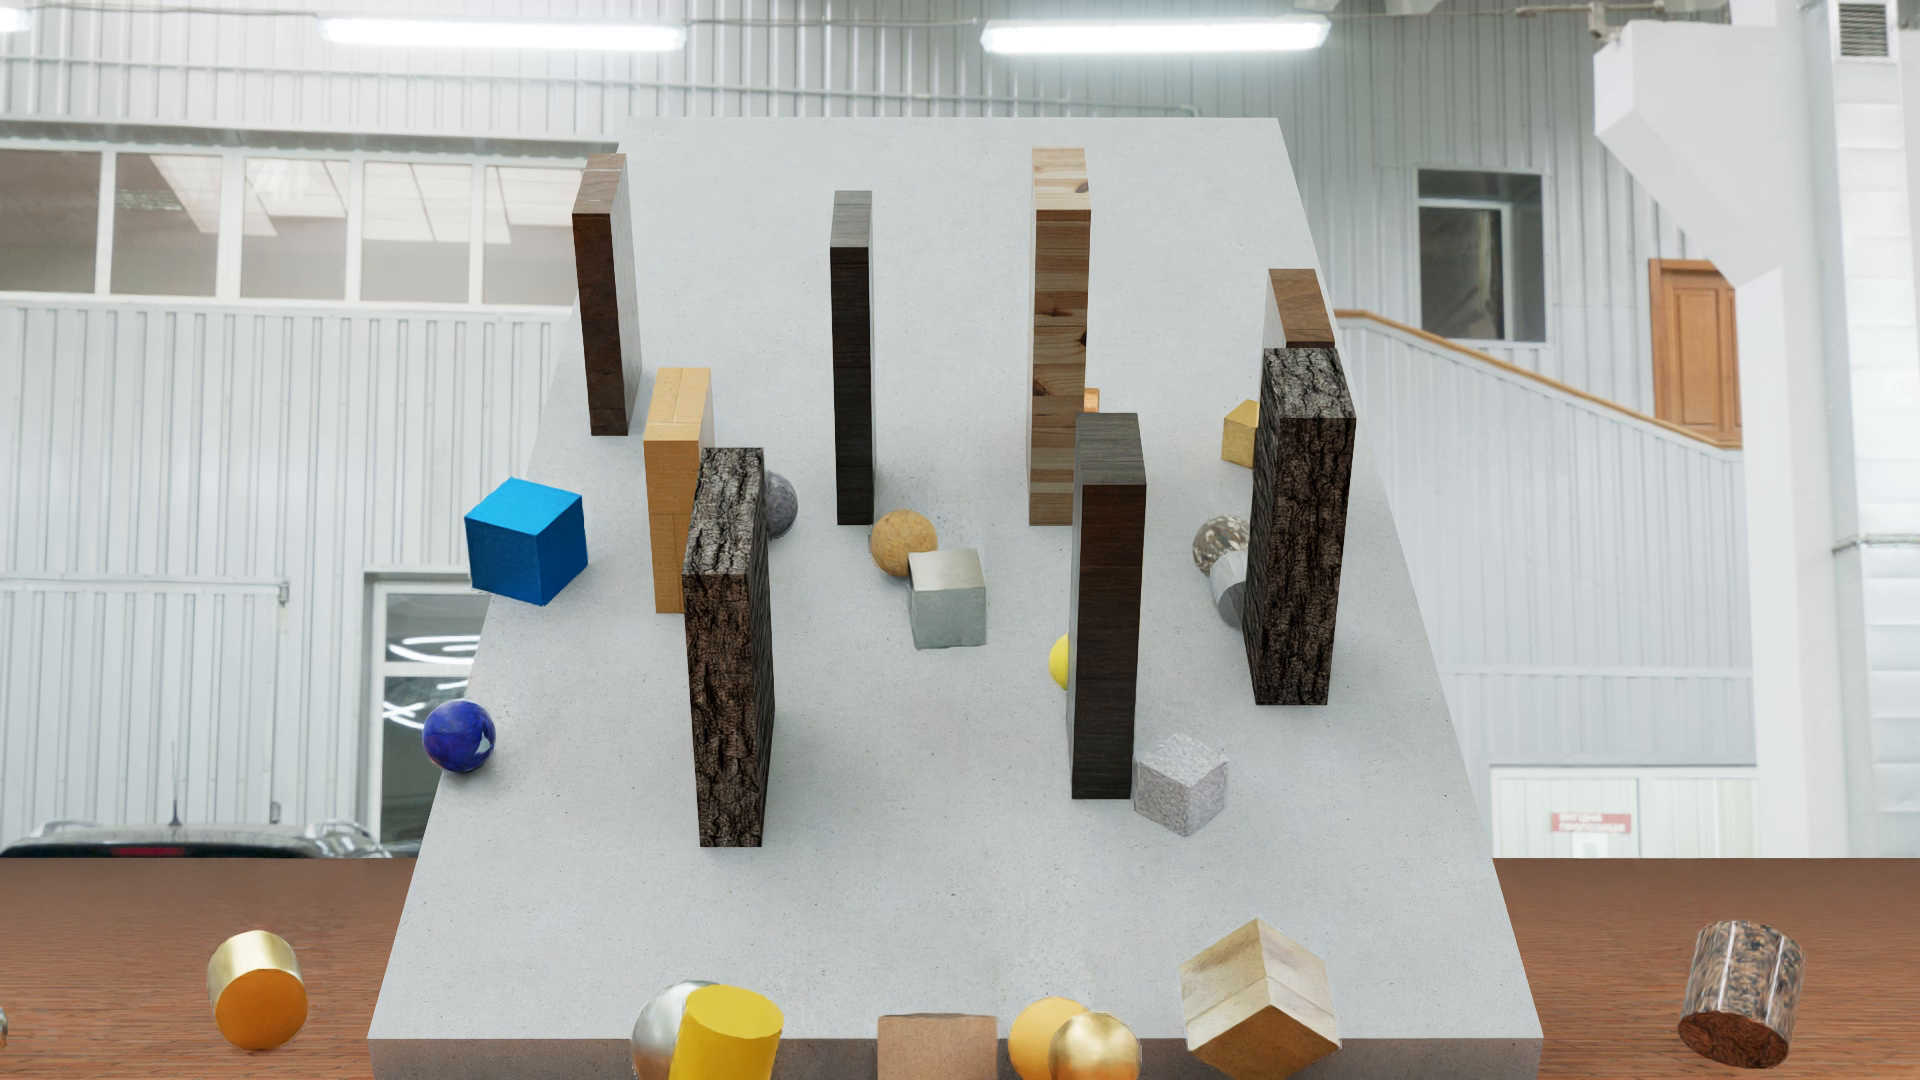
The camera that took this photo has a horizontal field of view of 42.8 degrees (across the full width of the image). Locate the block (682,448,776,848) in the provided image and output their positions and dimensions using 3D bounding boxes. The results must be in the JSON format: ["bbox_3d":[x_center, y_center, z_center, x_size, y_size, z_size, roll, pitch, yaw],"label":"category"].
[{"bbox_3d":[-0.429,0.200,4.610,0.115,0.611,0.436,0,32,0],"label":"block"}]

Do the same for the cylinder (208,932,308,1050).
[{"bbox_3d":[-1.404,0.900,4.903,0.178,0.178,0.178,3,14,-23],"label":"cylinder"}]

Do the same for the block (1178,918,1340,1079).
[{"bbox_3d":[0.485,0.757,3.988,0.171,0.171,0.171,35,-57,-30],"label":"block"}]

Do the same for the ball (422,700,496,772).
[{"bbox_3d":[-0.973,0.380,4.762,0.142,0.142,0.142,0,-7,0],"label":"ball"}]

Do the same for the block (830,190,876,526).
[{"bbox_3d":[-0.236,-0.403,5.483,0.082,0.694,0.287,0,32,0],"label":"block"}]

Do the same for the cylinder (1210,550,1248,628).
[{"bbox_3d":[0.600,0.104,5.228,0.118,0.118,0.118,1,32,-5],"label":"cylinder"}]

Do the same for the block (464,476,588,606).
[{"bbox_3d":[-0.939,0.003,5.318,0.181,0.181,0.181,14,35,20],"label":"block"}]

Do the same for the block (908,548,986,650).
[{"bbox_3d":[-0.028,0.124,5.165,0.147,0.147,0.147,-3,33,-6],"label":"block"}]

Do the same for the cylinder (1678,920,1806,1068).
[{"bbox_3d":[1.298,0.754,4.070,0.176,0.176,0.176,17,-35,12],"label":"cylinder"}]

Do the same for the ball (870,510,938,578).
[{"bbox_3d":[-0.122,0.007,5.347,0.149,0.149,0.149,0,-7,0],"label":"ball"}]

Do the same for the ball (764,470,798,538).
[{"bbox_3d":[-0.437,-0.079,5.478,0.151,0.151,0.151,0,-7,0],"label":"ball"}]

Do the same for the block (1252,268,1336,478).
[{"bbox_3d":[0.738,-0.288,5.460,0.104,0.531,0.347,0,32,0],"label":"block"}]

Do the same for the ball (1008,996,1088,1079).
[{"bbox_3d":[0.157,0.828,4.024,0.155,0.155,0.155,0,-7,0],"label":"ball"}]

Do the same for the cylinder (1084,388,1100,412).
[{"bbox_3d":[0.263,-0.300,5.849,0.131,0.131,0.131,3,-7,5],"label":"cylinder"}]

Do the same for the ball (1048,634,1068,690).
[{"bbox_3d":[0.244,0.246,4.937,0.130,0.130,0.130,0,-7,0],"label":"ball"}]

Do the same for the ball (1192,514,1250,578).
[{"bbox_3d":[0.580,0.019,5.332,0.150,0.150,0.150,0,-7,0],"label":"ball"}]

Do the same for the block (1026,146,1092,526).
[{"bbox_3d":[0.215,-0.450,5.478,0.115,0.781,0.330,0,32,0],"label":"block"}]

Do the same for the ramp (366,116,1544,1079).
[{"bbox_3d":[-0.015,-0.185,5.881,2.000,0.100,4.000,0,32,0],"label":"ramp"}]

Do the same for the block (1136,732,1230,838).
[{"bbox_3d":[0.422,0.465,4.656,0.122,0.122,0.122,26,40,34],"label":"block"}]

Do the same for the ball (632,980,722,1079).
[{"bbox_3d":[-0.404,0.771,3.745,0.195,0.195,0.195,0,-7,0],"label":"ball"}]

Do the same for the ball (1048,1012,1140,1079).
[{"bbox_3d":[0.209,0.807,3.815,0.144,0.144,0.144,0,-7,0],"label":"ball"}]

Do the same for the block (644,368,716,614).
[{"bbox_3d":[-0.593,-0.107,5.263,0.113,0.428,0.312,0,32,0],"label":"block"}]

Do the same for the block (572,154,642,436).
[{"bbox_3d":[-0.841,-0.586,5.870,0.087,0.584,0.338,0,32,0],"label":"block"}]

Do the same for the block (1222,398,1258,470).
[{"bbox_3d":[0.696,-0.246,5.784,0.113,0.113,0.113,21,38,29],"label":"block"}]

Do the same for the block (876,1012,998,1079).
[{"bbox_3d":[-0.036,0.817,3.860,0.134,0.134,0.134,-7,-10,43],"label":"block"}]

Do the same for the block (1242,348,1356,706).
[{"bbox_3d":[0.673,-0.022,4.912,0.144,0.670,0.279,0,32,0],"label":"block"}]

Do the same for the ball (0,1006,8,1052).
[{"bbox_3d":[-1.771,0.873,4.356,0.148,0.148,0.148,0,-7,0],"label":"ball"}]

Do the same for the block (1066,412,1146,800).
[{"bbox_3d":[0.272,0.131,4.634,0.114,0.707,0.258,0,32,0],"label":"block"}]

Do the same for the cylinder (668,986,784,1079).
[{"bbox_3d":[-0.342,0.749,3.566,0.146,0.146,0.146,13,17,-4],"label":"cylinder"}]
